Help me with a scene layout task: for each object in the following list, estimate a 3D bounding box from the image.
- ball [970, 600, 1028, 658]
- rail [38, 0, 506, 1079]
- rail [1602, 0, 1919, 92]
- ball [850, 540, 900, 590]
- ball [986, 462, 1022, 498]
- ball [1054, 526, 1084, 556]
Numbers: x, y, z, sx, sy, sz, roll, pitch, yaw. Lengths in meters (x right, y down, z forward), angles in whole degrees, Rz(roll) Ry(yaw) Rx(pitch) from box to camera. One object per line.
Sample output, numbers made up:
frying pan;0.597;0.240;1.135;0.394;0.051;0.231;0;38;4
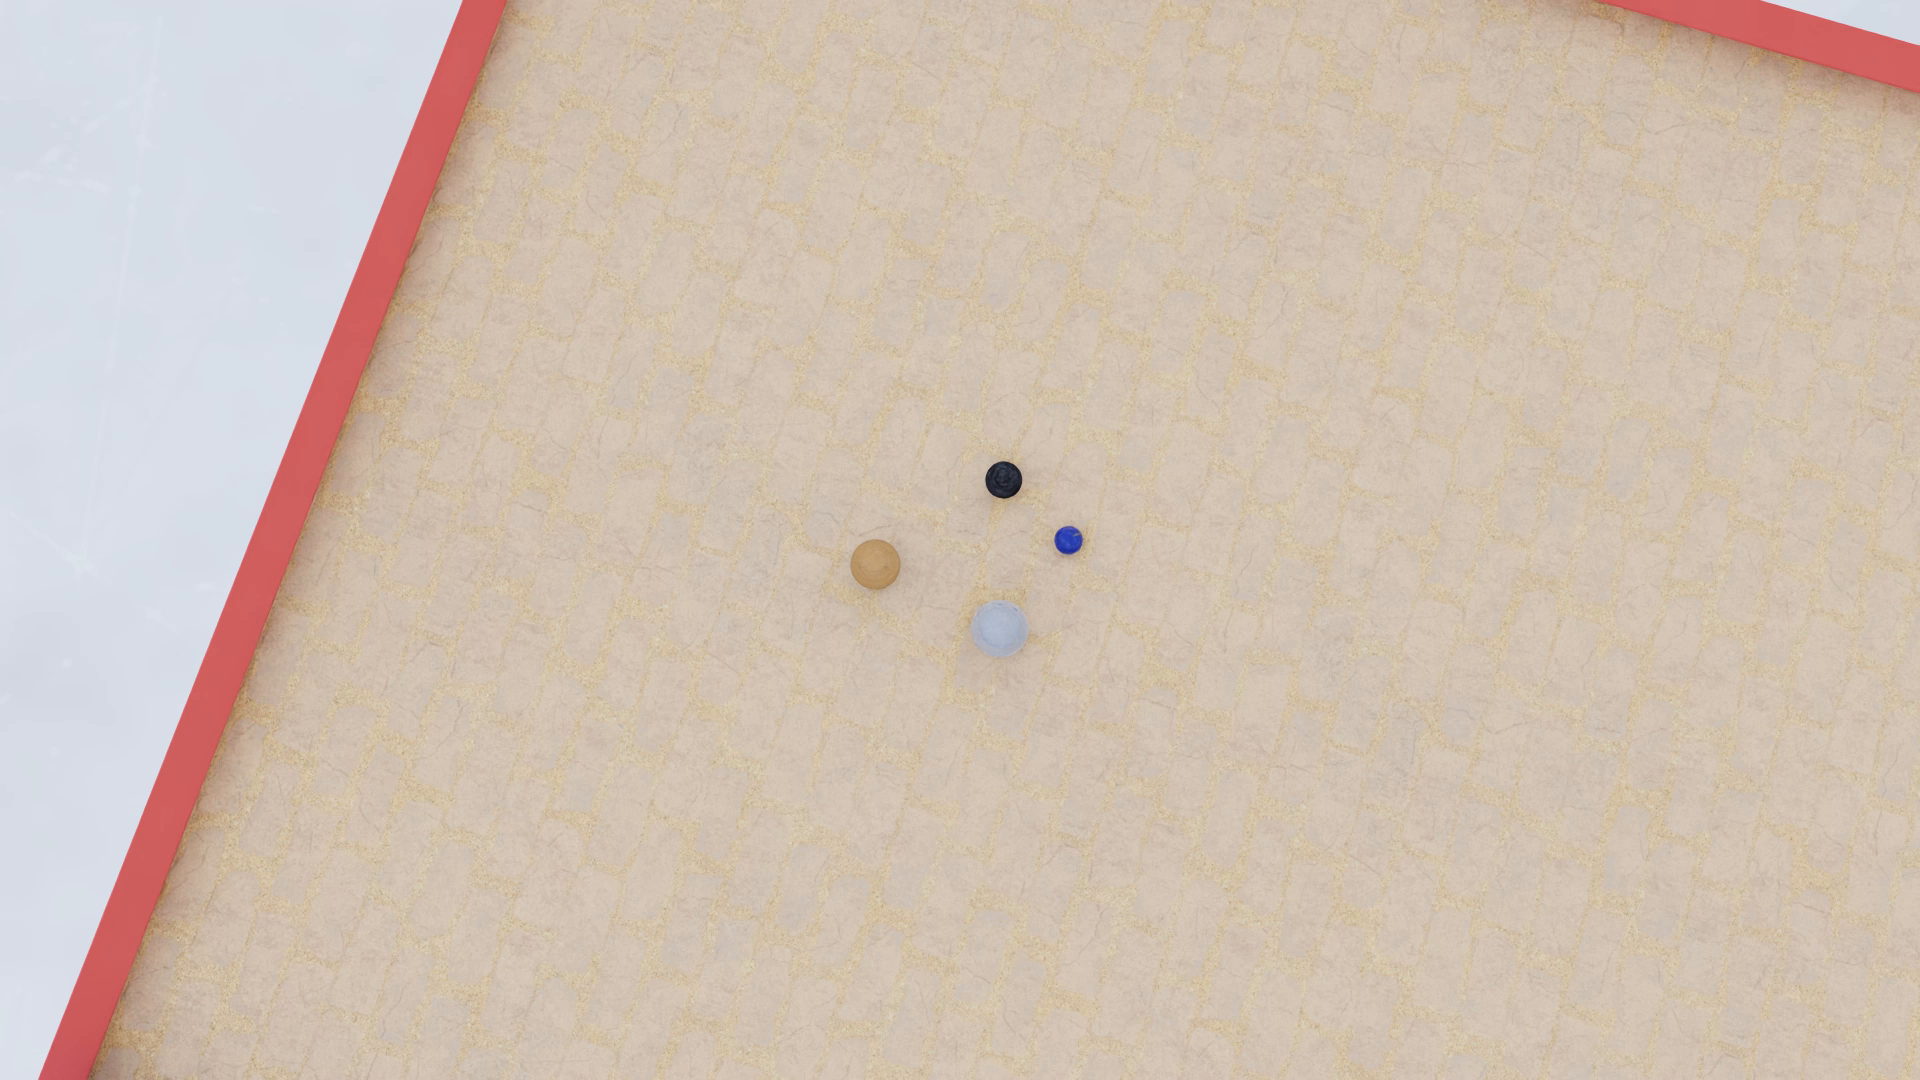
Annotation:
ball;0.059;0.132;3.272;0.086;0.086;0.086;0;78;0
rail;-0.921;-0.290;3.348;0.045;0.112;2.352;17;78;4
rail;1.291;-0.787;3.456;3.957;0.112;0.045;17;78;4
ball;-0.127;0.037;3.297;0.076;0.076;0.076;0;78;0
ball;0.066;-0.091;3.335;0.057;0.057;0.057;0;78;0
ball;0.164;0.001;3.321;0.044;0.044;0.044;0;78;0
